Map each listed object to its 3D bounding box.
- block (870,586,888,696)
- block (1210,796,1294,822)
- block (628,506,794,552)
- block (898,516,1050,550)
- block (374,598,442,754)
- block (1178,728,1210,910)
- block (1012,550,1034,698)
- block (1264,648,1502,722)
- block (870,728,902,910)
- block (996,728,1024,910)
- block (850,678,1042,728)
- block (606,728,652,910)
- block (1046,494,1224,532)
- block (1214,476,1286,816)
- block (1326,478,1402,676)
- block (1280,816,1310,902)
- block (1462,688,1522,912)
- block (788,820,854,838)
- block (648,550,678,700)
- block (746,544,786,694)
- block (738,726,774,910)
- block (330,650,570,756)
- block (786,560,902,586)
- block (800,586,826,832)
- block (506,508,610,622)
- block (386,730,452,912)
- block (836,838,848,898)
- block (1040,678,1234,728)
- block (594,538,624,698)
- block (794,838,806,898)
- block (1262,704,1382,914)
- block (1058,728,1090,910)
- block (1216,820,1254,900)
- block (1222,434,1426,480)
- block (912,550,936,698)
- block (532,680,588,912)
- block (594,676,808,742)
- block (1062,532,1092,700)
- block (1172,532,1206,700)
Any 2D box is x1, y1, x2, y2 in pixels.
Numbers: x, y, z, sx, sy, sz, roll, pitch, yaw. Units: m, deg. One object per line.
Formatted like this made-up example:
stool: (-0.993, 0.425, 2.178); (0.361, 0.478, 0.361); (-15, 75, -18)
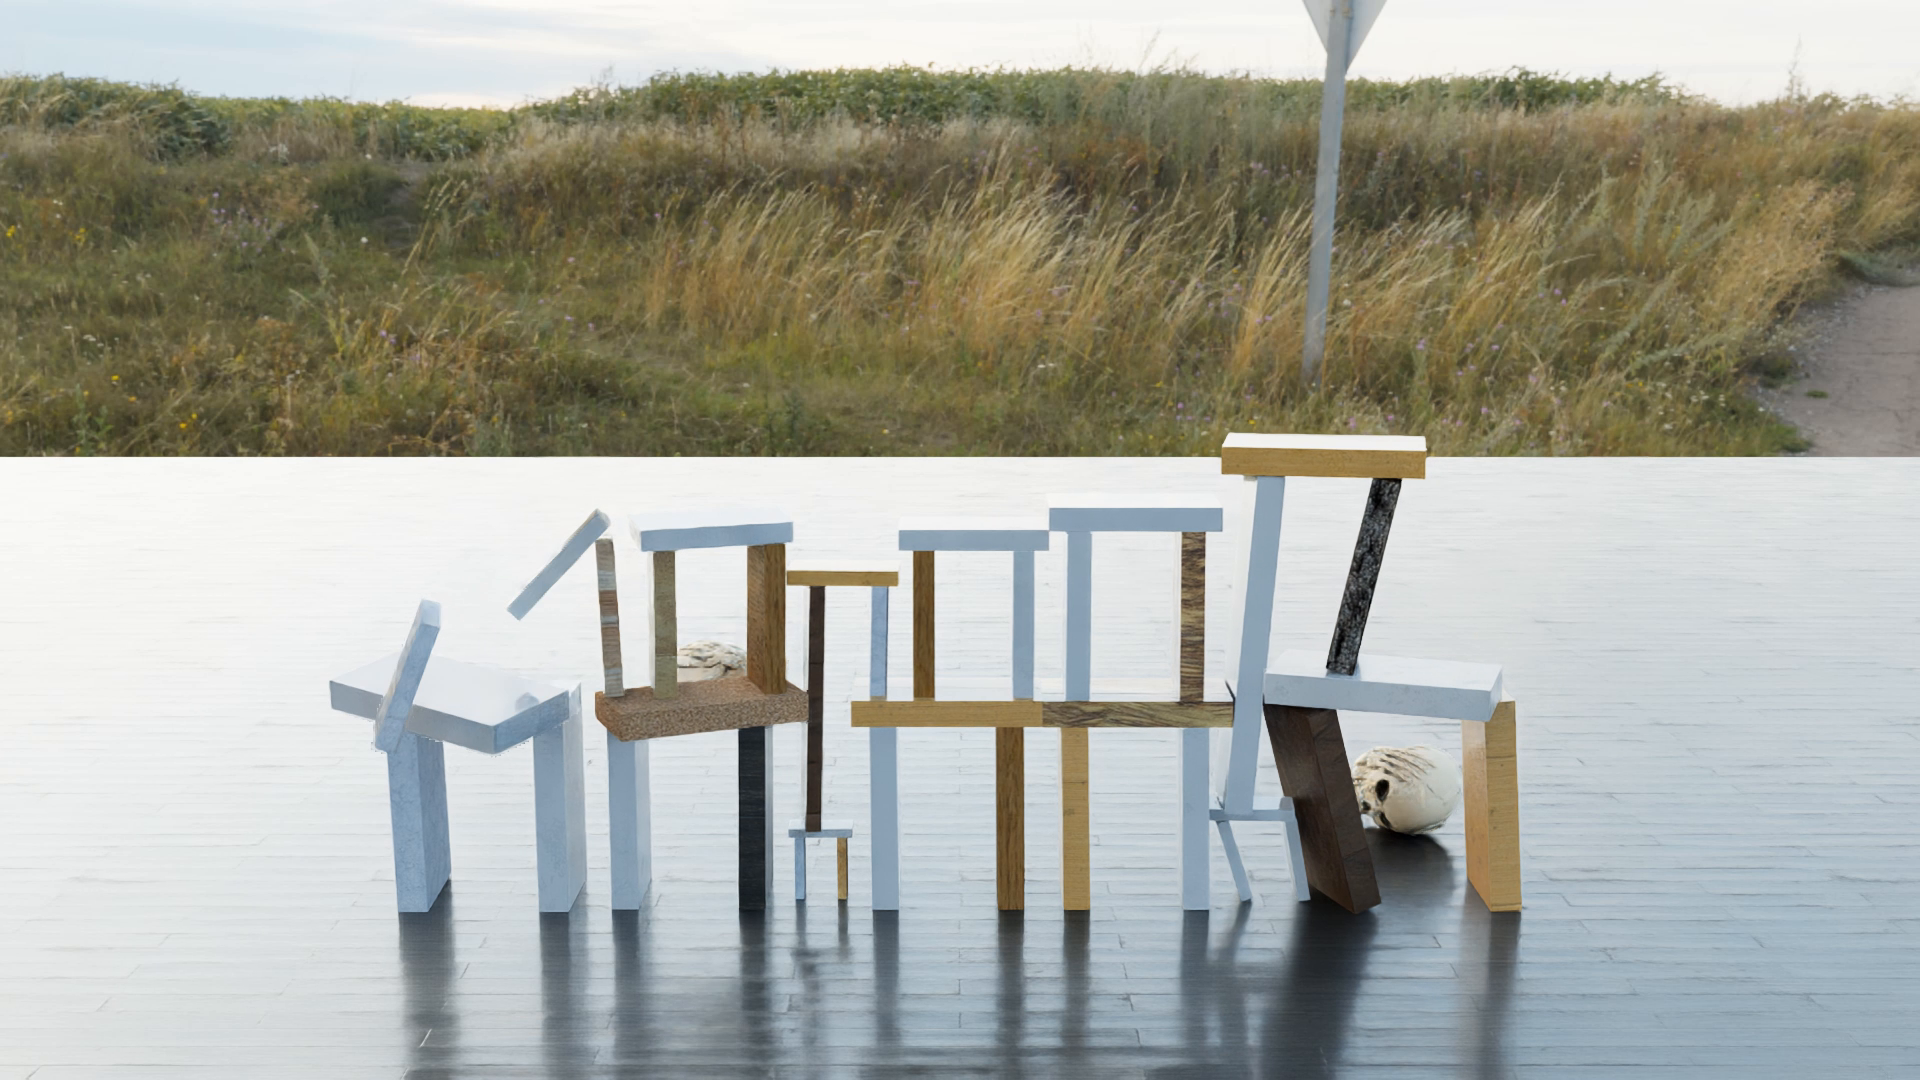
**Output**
block: (-0.131, 0.155, 3.588); (0.026, 0.180, 0.090); (1, 11, 0)
block: (0.479, 0.444, 3.633); (0.140, 0.020, 0.070); (0, 11, 5)
block: (-0.402, -0.019, 3.540); (0.246, 0.035, 0.123); (-4, 14, -17)
block: (0.022, -0.011, 3.562); (0.241, 0.034, 0.121); (0, 11, 0)
block: (-0.820, 0.201, 3.266); (0.030, 0.209, 0.104); (19, 13, -18)
block: (0.387, 0.439, 3.640); (0.043, 0.307, 0.153); (-1, 10, 3)
block: (0.102, 0.125, 3.587); (0.034, 0.241, 0.121); (0, 11, 0)
block: (0.682, 0.231, 3.533); (0.352, 0.050, 0.176); (3, 11, 19)
block: (-0.123, 0.438, 3.641); (0.044, 0.308, 0.154); (0, 11, 0)
block: (0.082, 0.438, 3.641); (0.044, 0.308, 0.154); (0, 11, 0)
block: (-0.021, 0.266, 3.609); (0.308, 0.044, 0.154); (0, 11, 0)
block: (-0.546, 0.436, 3.641); (0.044, 0.311, 0.156); (0, 11, 0)
block: (0.279, -0.045, 3.547); (0.275, 0.039, 0.138); (0, 11, 0)
block: (0.471, 0.158, 3.591); (0.045, 0.556, 0.158); (4, 11, -1)
block: (0.650, 0.045, 3.531); (0.045, 0.315, 0.158); (14, 13, 9)
block: (0.555, 0.521, 3.653); (0.020, 0.140, 0.070); (-11, 10, 2)
block: (0.877, 0.415, 3.638); (0.050, 0.352, 0.176); (-4, 10, 1)
block: (-0.231, 0.479, 3.649); (0.105, 0.015, 0.053); (0, 10, 0)
block: (-0.482, 0.121, 3.554); (0.035, 0.246, 0.123); (-2, 14, -12)
block: (-0.316, 0.117, 3.589); (0.035, 0.246, 0.123); (-3, 11, -19)
block: (-0.338, 0.436, 3.642); (0.044, 0.311, 0.156); (1, 11, 0)
block: (-0.809, 0.252, 3.483); (0.345, 0.049, 0.172); (11, 21, 29)
block: (-0.187, 0.053, 3.573); (0.180, 0.025, 0.090); (1, 11, 2)
block: (-0.242, 0.268, 3.615); (0.026, 0.411, 0.090); (0, 10, -10)
block: (-0.646, 0.038, 3.542); (0.030, 0.209, 0.104); (44, -1, -10)
block: (-0.893, 0.418, 3.628); (0.049, 0.345, 0.172); (0, 13, 0)
block: (-0.195, 0.538, 3.660); (0.015, 0.105, 0.053); (0, 10, 0)
block: (0.286, 0.266, 3.608); (0.307, 0.043, 0.153); (0, 11, 0)
block: (-0.566, 0.123, 3.546); (0.030, 0.247, 0.104); (-4, 5, -10)
block: (-0.266, 0.538, 3.660); (0.015, 0.105, 0.053); (0, 10, 0)
block: (0.591, 0.421, 3.613); (0.050, 0.352, 0.176); (-20, 16, -15)
block: (0.188, 0.439, 3.640); (0.043, 0.307, 0.153); (-1, 11, 0)
block: (0.453, 0.522, 3.654); (0.020, 0.140, 0.070); (-18, 10, 3)
block: (0.582, -0.135, 3.511); (0.315, 0.045, 0.158); (2, 11, 11)
block: (-0.058, 0.125, 3.587); (0.034, 0.241, 0.121); (0, 11, 0)
block: (-0.661, 0.421, 3.636); (0.049, 0.345, 0.172); (0, 10, 1)
block: (-0.419, 0.269, 3.565); (0.311, 0.044, 0.156); (-5, 12, -24)
block: (0.190, 0.110, 3.575); (0.039, 0.275, 0.138); (0, 11, 0)
block: (0.371, 0.110, 3.576); (0.039, 0.275, 0.138); (0, 11, 0)
